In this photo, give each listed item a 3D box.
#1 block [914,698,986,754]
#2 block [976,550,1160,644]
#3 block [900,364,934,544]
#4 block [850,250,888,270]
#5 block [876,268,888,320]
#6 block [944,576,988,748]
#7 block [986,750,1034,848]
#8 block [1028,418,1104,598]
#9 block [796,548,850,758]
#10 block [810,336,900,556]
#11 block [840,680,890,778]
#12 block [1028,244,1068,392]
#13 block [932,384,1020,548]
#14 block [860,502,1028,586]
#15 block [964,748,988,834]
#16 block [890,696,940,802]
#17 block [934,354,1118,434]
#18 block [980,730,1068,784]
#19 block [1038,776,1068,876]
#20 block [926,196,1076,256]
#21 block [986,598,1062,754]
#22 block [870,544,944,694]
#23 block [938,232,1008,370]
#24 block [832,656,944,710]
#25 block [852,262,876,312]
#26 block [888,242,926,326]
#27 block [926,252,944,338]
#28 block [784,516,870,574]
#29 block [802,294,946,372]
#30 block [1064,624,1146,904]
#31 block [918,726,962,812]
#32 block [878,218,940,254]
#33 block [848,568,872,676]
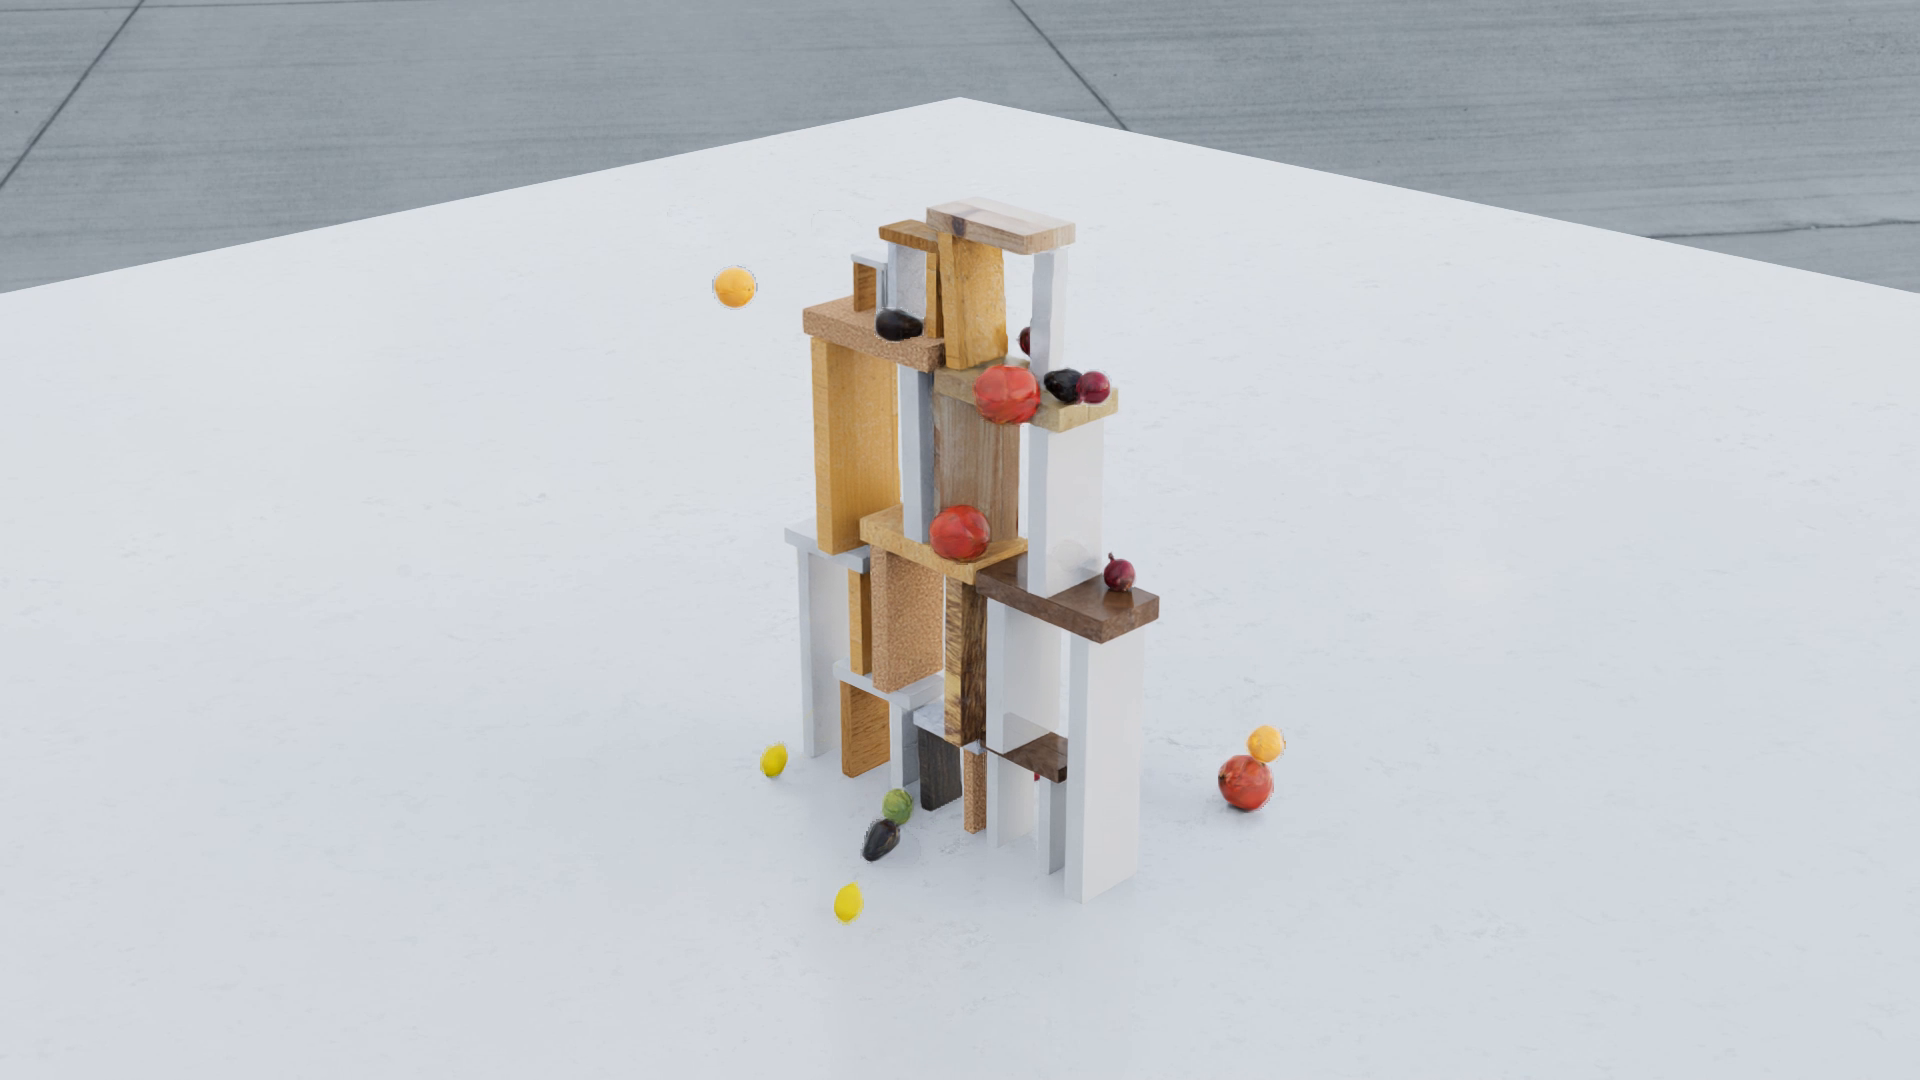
[{"bbox_3d":[0.003,0.370,4.383,0.092,0.026,0.184,-21,31,-40],"label":"block"},{"bbox_3d":[0.197,0.100,4.055,0.157,0.044,0.314,-21,31,-40],"label":"block"},{"bbox_3d":[-0.031,-0.184,4.187,0.174,0.347,0.049,-21,29,-40],"label":"block"},{"bbox_3d":[-0.158,-0.531,4.168,0.049,0.014,0.097,-20,30,-39],"label":"block"},{"bbox_3d":[-0.136,-0.471,4.169,0.049,0.097,0.014,-21,32,-40],"label":"block"},{"bbox_3d":[0.042,0.213,4.266,0.157,0.355,0.044,-21,31,-40],"label":"block"},{"bbox_3d":[0.100,0.493,4.332,0.029,0.208,0.104,21,31,41],"label":"block"},{"bbox_3d":[0.192,-0.071,3.985,0.044,0.325,0.156,20,30,39],"label":"block"},{"bbox_3d":[-0.281,0.220,4.623,0.033,0.484,0.117,21,31,41],"label":"block"},{"bbox_3d":[-0.204,-0.201,4.347,0.174,0.440,0.049,-19,29,-37],"label":"block"},{"bbox_3d":[-0.197,0.377,4.591,0.031,0.220,0.110,21,31,40],"label":"block"},{"bbox_3d":[0.157,-0.406,3.921,0.036,0.252,0.126,7,24,12],"label":"block"},{"bbox_3d":[0.031,-0.145,4.141,0.156,0.311,0.044,-7,23,-16],"label":"block"},{"bbox_3d":[-0.030,0.000,4.256,0.157,0.044,0.314,-21,31,-40],"label":"block"},{"bbox_3d":[0.049,0.485,4.382,0.092,0.184,0.026,-21,30,-41],"label":"block"},{"bbox_3d":[-0.090,0.416,4.499,0.031,0.220,0.110,20,30,39],"label":"block"},{"bbox_3d":[0.118,-0.271,3.983,0.156,0.044,0.311,-21,31,-41],"label":"block"},{"bbox_3d":[0.149,0.403,4.241,0.104,0.029,0.208,-21,31,-40],"label":"block"},{"bbox_3d":[0.198,0.532,4.241,0.029,0.208,0.104,21,31,41],"label":"block"},{"bbox_3d":[0.072,-0.560,3.912,0.126,0.036,0.252,-20,31,-39],"label":"block"},{"bbox_3d":[0.122,0.236,4.193,0.157,0.314,0.044,-20,30,-40],"label":"block"},{"bbox_3d":[-0.104,0.136,4.397,0.044,0.314,0.157,21,31,40],"label":"block"},{"bbox_3d":[0.025,-0.449,4.019,0.126,0.252,0.036,-21,26,-40],"label":"block"},{"bbox_3d":[-0.144,0.281,4.495,0.220,0.031,0.110,20,30,39],"label":"block"},{"bbox_3d":[-0.182,-0.489,4.212,0.049,0.097,0.014,-21,32,-40],"label":"block"},{"bbox_3d":[-0.099,-0.490,4.129,0.023,0.162,0.081,21,31,39],"label":"block"},{"bbox_3d":[-0.024,-0.460,4.057,0.023,0.162,0.081,21,31,39],"label":"block"},{"bbox_3d":[-0.235,0.005,4.468,0.233,0.033,0.117,21,31,40],"label":"block"},{"bbox_3d":[-0.119,-0.399,4.187,0.174,0.049,0.347,-21,31,-40],"label":"block"},{"bbox_3d":[0.270,0.404,4.101,0.044,0.551,0.157,21,31,41],"label":"block"},{"bbox_3d":[-0.040,0.450,4.464,0.092,0.184,0.026,-21,28,-41],"label":"block"},{"bbox_3d":[-0.065,-0.560,4.056,0.081,0.023,0.162,-21,31,-40],"label":"block"},{"bbox_3d":[-0.173,0.148,4.472,0.033,0.233,0.117,18,29,38],"label":"block"}]
